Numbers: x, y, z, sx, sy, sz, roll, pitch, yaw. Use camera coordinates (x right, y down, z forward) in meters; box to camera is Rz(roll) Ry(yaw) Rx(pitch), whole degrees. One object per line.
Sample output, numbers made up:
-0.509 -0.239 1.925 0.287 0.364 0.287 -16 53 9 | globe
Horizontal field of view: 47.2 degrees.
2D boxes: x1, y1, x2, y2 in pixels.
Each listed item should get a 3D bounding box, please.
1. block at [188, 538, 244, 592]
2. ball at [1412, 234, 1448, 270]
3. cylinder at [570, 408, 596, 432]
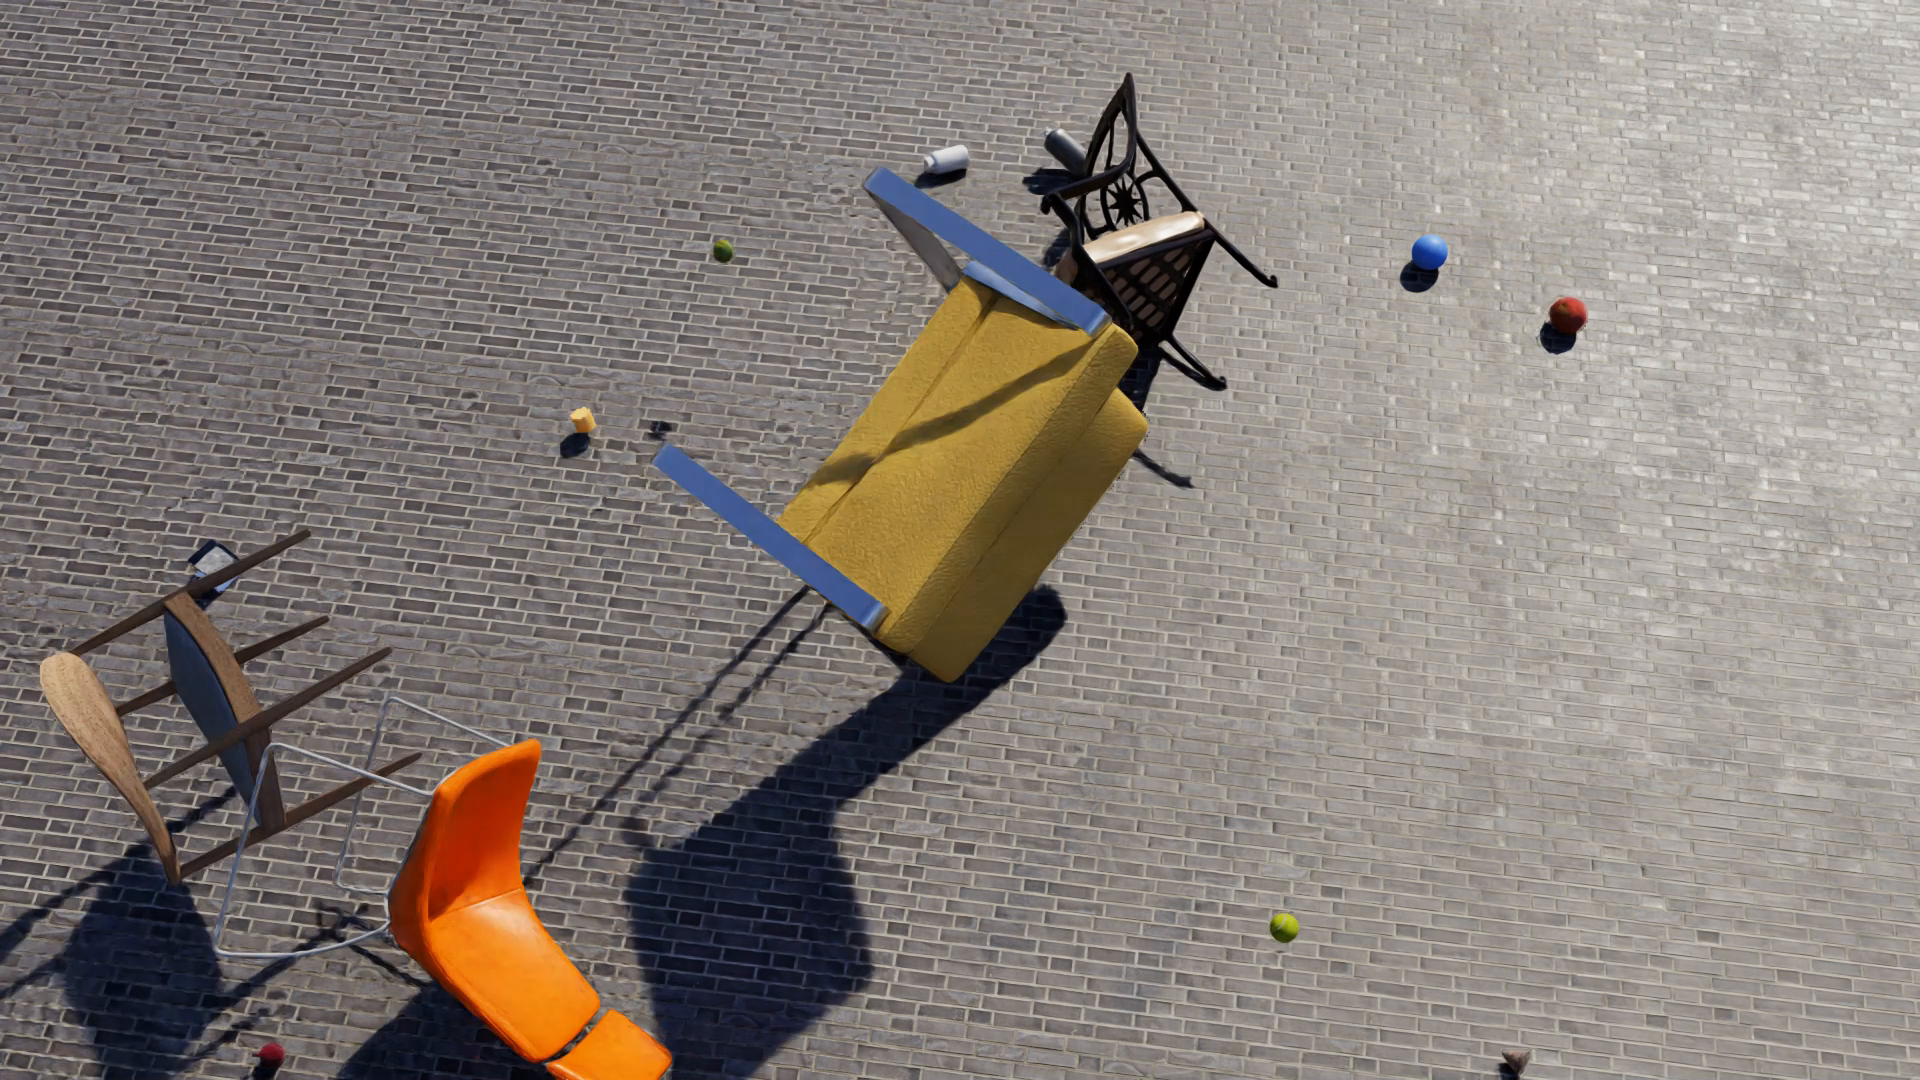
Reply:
-2.192 0.075 6.479 0.109 0.074 0.099 32 62 19 | block
1.523 -0.933 7.130 0.116 0.116 0.116 0 56 0 | ball
-1.156 -0.368 6.747 0.060 0.050 0.074 -29 32 -19 | cylinder
